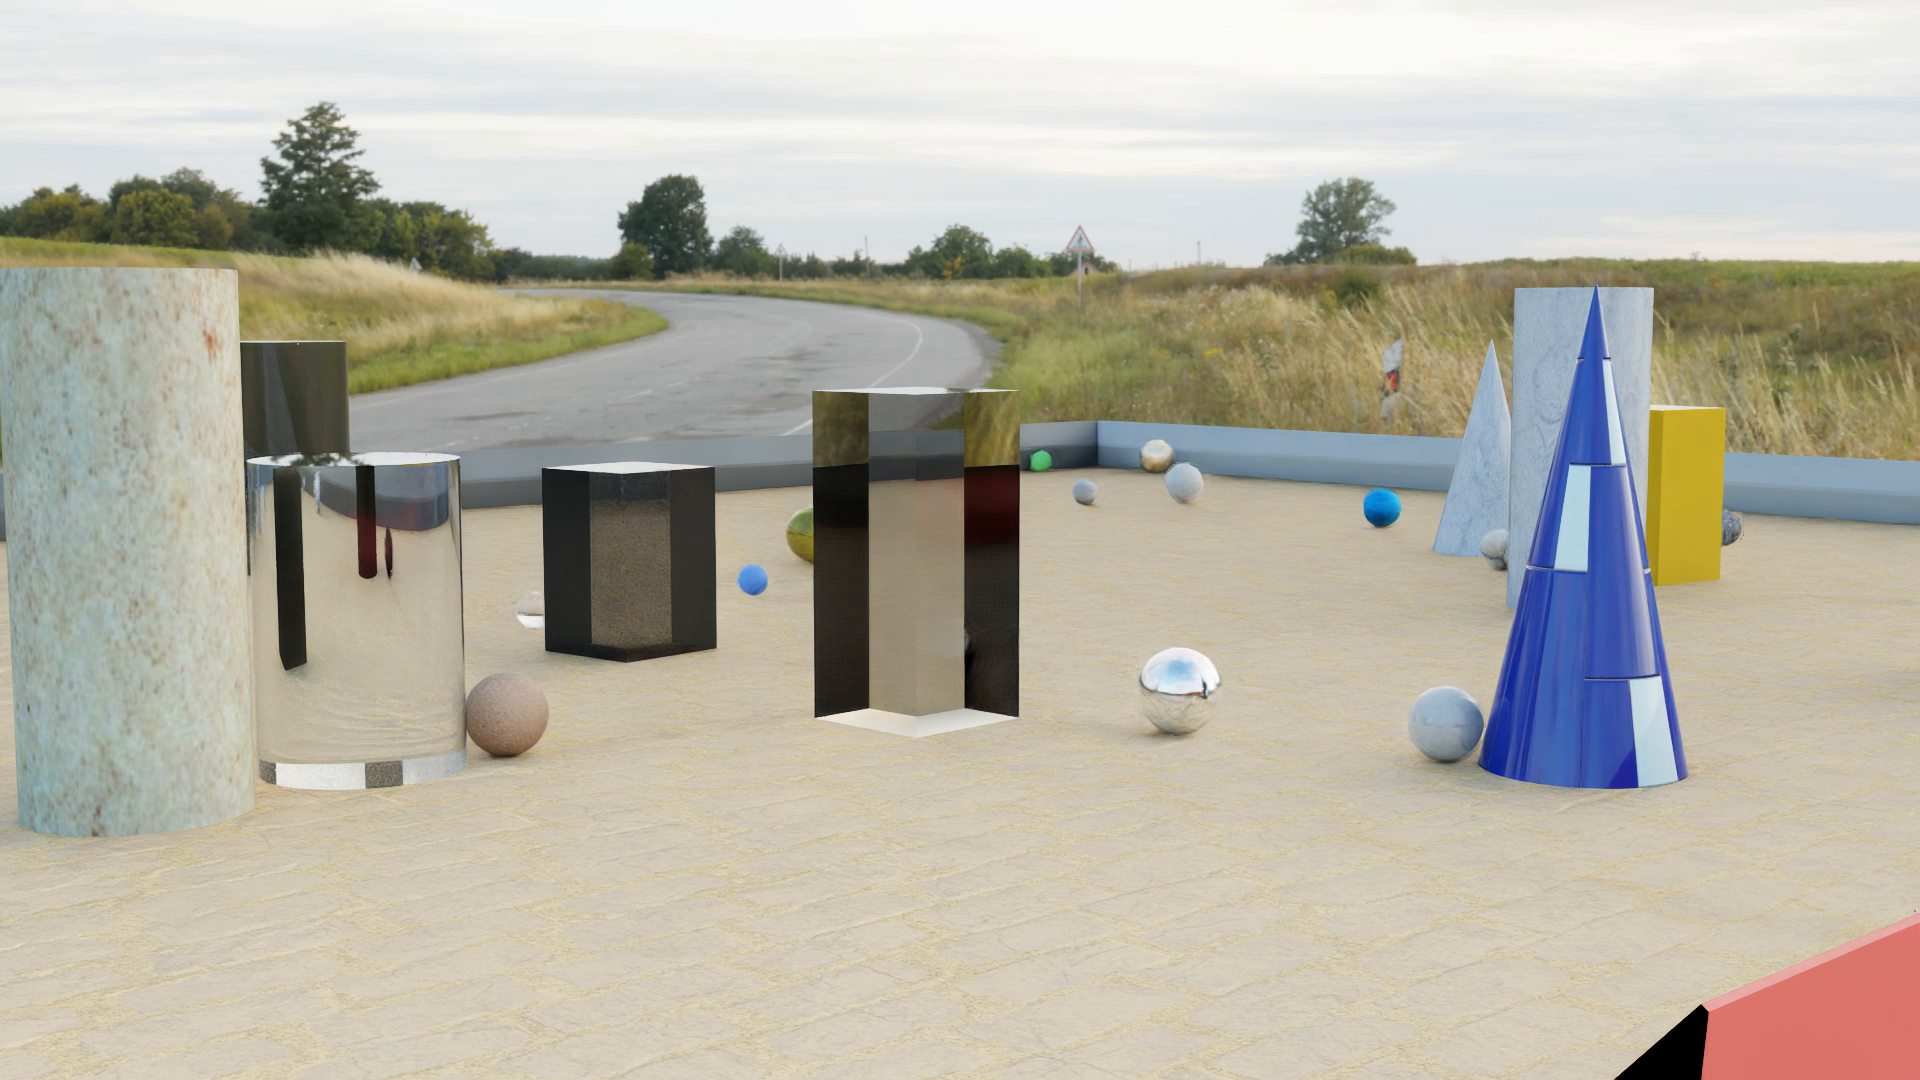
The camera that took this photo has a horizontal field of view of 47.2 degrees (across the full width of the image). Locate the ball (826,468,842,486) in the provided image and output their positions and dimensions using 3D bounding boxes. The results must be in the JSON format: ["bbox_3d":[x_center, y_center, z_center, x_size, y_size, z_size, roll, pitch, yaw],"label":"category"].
[{"bbox_3d":[-0.321,-0.161,5.619,0.043,0.043,0.043,0,6,0],"label":"ball"}]

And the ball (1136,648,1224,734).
[{"bbox_3d":[0.232,0.159,2.319,0.091,0.091,0.091,0,6,0],"label":"ball"}]

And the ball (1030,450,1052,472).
[{"bbox_3d":[0.226,-0.219,6.098,0.059,0.059,0.059,0,6,0],"label":"ball"}]

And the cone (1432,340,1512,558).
[{"bbox_3d":[0.977,-0.175,4.060,0.198,0.396,0.198,0,6,0],"label":"cone"}]

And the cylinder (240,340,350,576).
[{"bbox_3d":[-1.149,-0.144,3.774,0.198,0.392,0.198,0,6,0],"label":"cylinder"}]

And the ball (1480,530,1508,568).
[{"bbox_3d":[0.937,0.016,3.815,0.067,0.067,0.067,0,6,0],"label":"ball"}]

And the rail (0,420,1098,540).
[{"bbox_3d":[-1.306,-0.113,4.739,4.674,0.129,0.045,-5,8,-42],"label":"rail"}]

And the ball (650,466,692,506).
[{"bbox_3d":[-0.657,-0.123,5.005,0.095,0.095,0.095,0,6,0],"label":"ball"}]

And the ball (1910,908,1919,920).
[{"bbox_3d":[0.640,0.261,1.392,0.080,0.080,0.080,0,6,0],"label":"ball"}]

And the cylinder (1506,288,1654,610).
[{"bbox_3d":[0.923,-0.135,3.280,0.198,0.478,0.198,0,6,0],"label":"cylinder"}]

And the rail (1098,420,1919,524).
[{"bbox_3d":[1.700,-0.129,4.892,0.045,0.129,3.898,-5,8,-42],"label":"rail"}]

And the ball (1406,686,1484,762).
[{"bbox_3d":[0.481,0.182,2.180,0.075,0.075,0.075,0,6,0],"label":"ball"}]

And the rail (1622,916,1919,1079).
[{"bbox_3d":[1.306,0.180,1.924,4.674,0.129,0.045,-5,8,-42],"label":"rail"}]

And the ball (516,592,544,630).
[{"bbox_3d":[-0.596,0.099,3.085,0.052,0.052,0.052,0,6,0],"label":"ball"}]

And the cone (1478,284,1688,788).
[{"bbox_3d":[0.609,-0.013,2.128,0.198,0.473,0.198,0,6,0],"label":"cone"}]

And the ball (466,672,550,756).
[{"bbox_3d":[-0.454,0.175,2.204,0.084,0.084,0.084,0,6,0],"label":"ball"}]

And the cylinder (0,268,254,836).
[{"bbox_3d":[-0.734,0.003,1.940,0.198,0.480,0.198,0,6,0],"label":"cylinder"}]

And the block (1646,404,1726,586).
[{"bbox_3d":[1.153,-0.078,3.661,0.159,0.285,0.159,-4,7,-34],"label":"block"}]

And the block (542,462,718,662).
[{"bbox_3d":[-0.433,0.025,2.887,0.159,0.241,0.159,5,8,39],"label":"block"}]

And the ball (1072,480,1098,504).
[{"bbox_3d":[0.287,-0.110,5.058,0.058,0.058,0.058,0,6,0],"label":"ball"}]

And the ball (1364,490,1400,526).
[{"bbox_3d":[0.872,-0.066,4.544,0.077,0.077,0.077,0,6,0],"label":"ball"}]

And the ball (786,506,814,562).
[{"bbox_3d":[-0.260,-0.011,3.908,0.099,0.099,0.099,0,6,0],"label":"ball"}]

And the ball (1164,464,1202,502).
[{"bbox_3d":[0.523,-0.133,5.136,0.089,0.089,0.089,0,6,0],"label":"ball"}]

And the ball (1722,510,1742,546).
[{"bbox_3d":[1.446,-0.022,4.169,0.068,0.068,0.068,0,6,0],"label":"ball"}]

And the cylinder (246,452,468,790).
[{"bbox_3d":[-0.583,0.072,2.133,0.198,0.302,0.198,0,6,0],"label":"cylinder"}]

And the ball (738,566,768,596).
[{"bbox_3d":[-0.324,0.063,3.452,0.047,0.047,0.047,0,6,0],"label":"ball"}]

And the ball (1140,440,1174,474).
[{"bbox_3d":[0.541,-0.230,6.045,0.092,0.092,0.092,0,6,0],"label":"ball"}]

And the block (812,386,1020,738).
[{"bbox_3d":[-0.047,0.017,2.393,0.159,0.359,0.159,6,8,44],"label":"block"}]
